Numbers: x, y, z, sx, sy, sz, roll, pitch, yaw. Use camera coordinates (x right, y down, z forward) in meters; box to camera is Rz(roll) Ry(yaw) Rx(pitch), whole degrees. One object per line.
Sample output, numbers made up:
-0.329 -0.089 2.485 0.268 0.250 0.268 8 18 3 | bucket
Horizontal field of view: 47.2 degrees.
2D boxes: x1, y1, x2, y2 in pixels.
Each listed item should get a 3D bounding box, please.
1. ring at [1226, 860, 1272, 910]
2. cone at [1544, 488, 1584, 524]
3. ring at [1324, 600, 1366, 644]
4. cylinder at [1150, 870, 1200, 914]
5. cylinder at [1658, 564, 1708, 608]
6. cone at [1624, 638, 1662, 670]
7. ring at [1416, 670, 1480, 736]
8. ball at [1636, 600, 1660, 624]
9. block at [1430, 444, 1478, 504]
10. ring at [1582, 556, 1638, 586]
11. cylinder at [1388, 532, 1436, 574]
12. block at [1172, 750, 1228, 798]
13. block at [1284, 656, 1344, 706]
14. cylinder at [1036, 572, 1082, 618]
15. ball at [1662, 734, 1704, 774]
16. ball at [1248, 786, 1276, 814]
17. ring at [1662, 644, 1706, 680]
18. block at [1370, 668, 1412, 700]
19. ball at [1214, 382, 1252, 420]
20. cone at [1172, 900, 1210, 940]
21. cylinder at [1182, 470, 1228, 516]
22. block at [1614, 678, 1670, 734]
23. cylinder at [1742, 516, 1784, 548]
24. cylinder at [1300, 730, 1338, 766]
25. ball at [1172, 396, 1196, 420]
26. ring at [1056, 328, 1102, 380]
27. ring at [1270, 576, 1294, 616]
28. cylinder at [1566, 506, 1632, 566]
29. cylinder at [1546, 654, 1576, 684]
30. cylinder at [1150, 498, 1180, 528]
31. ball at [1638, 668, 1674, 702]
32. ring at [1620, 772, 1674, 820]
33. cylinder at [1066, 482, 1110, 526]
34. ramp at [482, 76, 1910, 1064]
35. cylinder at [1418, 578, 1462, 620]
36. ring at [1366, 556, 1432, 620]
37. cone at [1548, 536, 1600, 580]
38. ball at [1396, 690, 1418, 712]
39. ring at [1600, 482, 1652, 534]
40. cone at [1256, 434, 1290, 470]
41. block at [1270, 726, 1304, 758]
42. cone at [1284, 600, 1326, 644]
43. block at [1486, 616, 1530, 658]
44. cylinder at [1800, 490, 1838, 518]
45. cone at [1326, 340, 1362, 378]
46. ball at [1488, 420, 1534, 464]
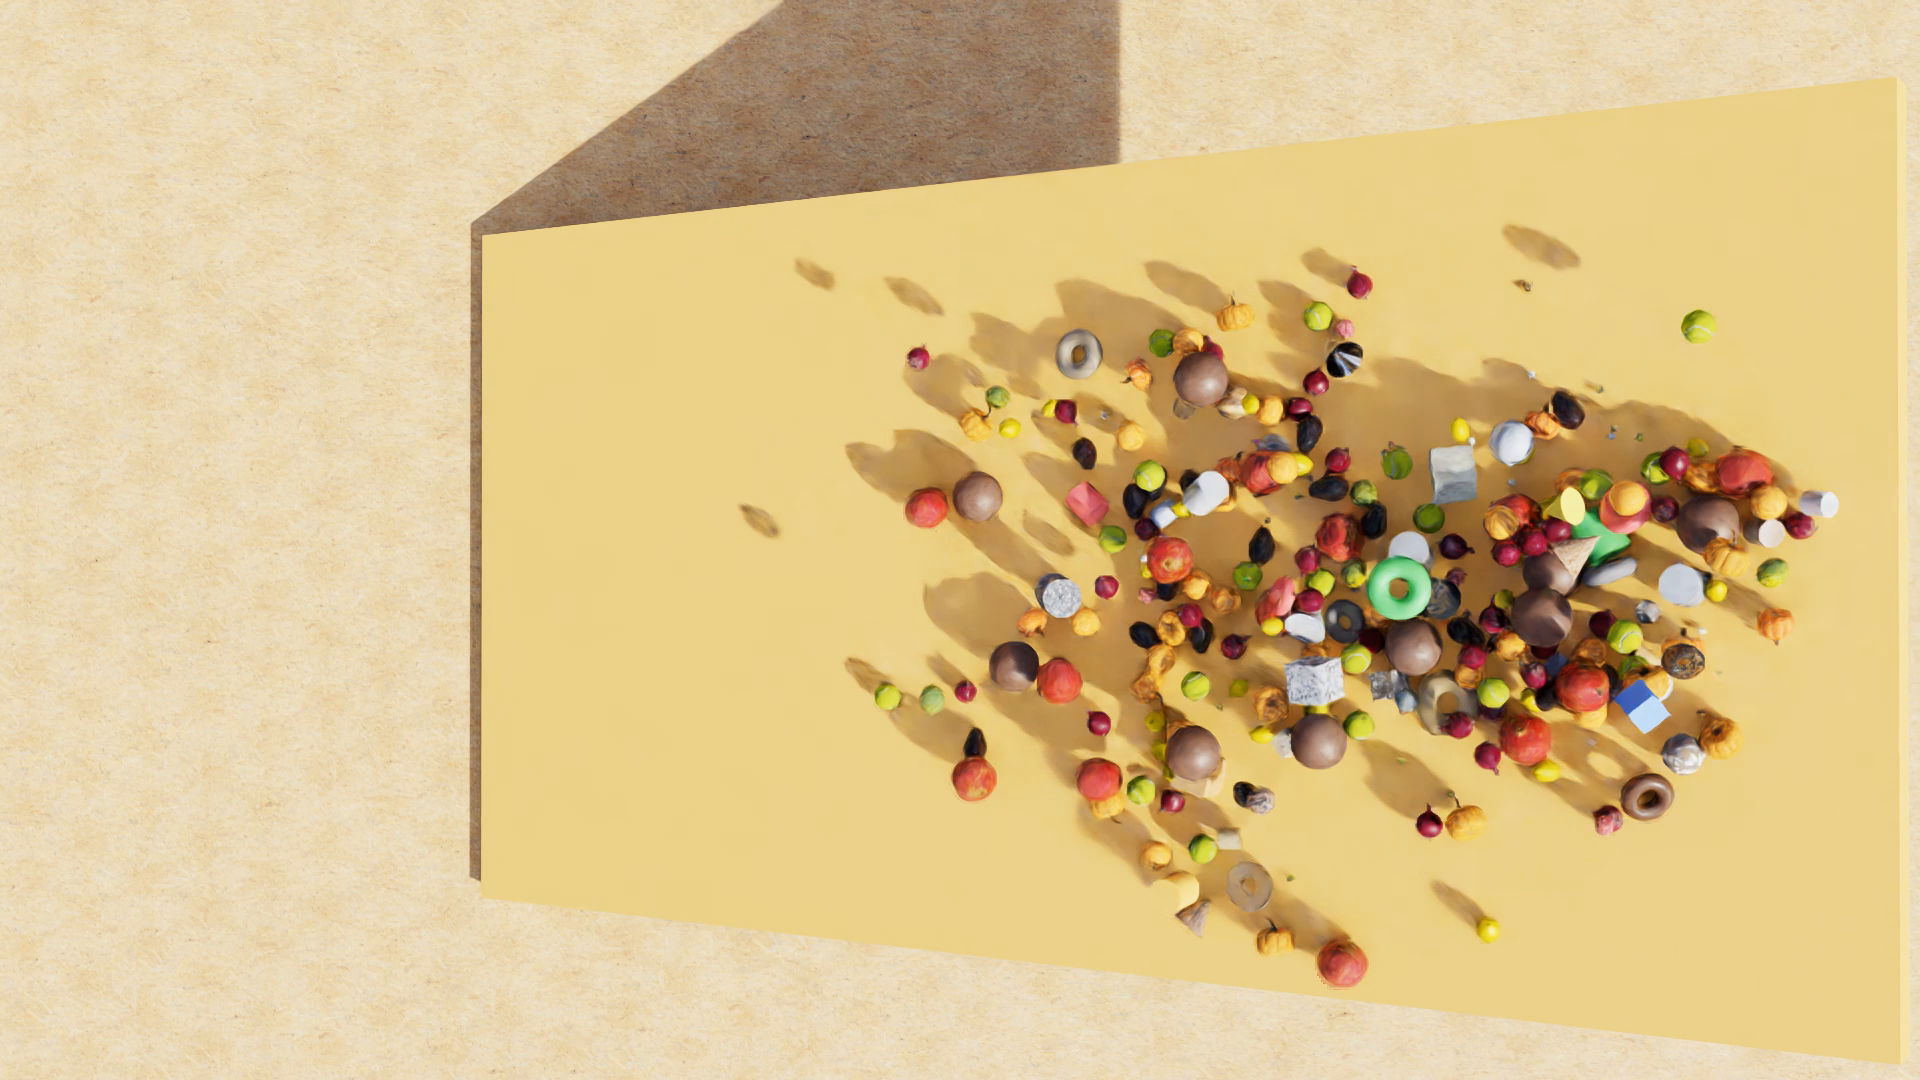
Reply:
0.687 0.820 5.215 0.119 0.040 0.119 -1 88 35 | ring
1.276 -0.065 4.696 0.080 0.080 0.080 8 76 -36 | cone
0.890 0.189 5.083 0.104 0.035 0.104 10 106 37 | ring
0.513 0.842 5.259 0.087 0.087 0.087 7 102 36 | cylinder
1.526 0.097 4.638 0.085 0.085 0.085 -4 83 30 | cylinder
1.475 0.259 4.702 0.078 0.078 0.078 25 90 -17 | cone
1.095 0.367 4.944 0.148 0.049 0.148 -2 86 31 | ring
1.446 0.151 4.626 0.050 0.050 0.050 0 90 0 | ball
1.088 -0.145 4.855 0.091 0.091 0.091 -6 62 8 | block
1.390 0.068 4.706 0.120 0.120 0.040 -19 87 0 | ring
1.010 0.035 4.912 0.087 0.087 0.087 -7 71 21 | cylinder
0.574 0.558 5.263 0.087 0.087 0.087 16 98 32 | block
0.807 0.320 5.004 0.090 0.090 0.090 -15 101 -45 | block
0.242 0.136 5.408 0.096 0.096 0.096 -1 98 -10 | cylinder
1.526 0.452 4.639 0.086 0.086 0.086 0 90 0 | ball
0.696 0.602 5.079 0.066 0.066 0.066 0 90 0 | ball
1.487 0.251 4.522 0.087 0.029 0.087 11 131 13 | ring
0.980 0.329 5.004 0.063 0.063 0.063 -3 83 -41 | block
0.649 -0.329 5.221 0.087 0.087 0.087 0 90 0 | ball
0.575 0.896 5.286 0.091 0.091 0.091 40 83 0 | cone
0.554 -0.105 4.964 0.077 0.077 0.077 13 58 -21 | cylinder
1.372 0.335 4.421 0.066 0.066 0.066 -40 115 12 | block
1.662 -0.017 4.549 0.059 0.059 0.059 -1 97 -11 | cylinder
0.834 0.482 5.098 0.072 0.072 0.072 -14 81 0 | cylinder
0.542 -0.319 5.310 0.056 0.056 0.056 0 90 0 | ball
0.295 -0.463 5.481 0.130 0.043 0.130 -1 89 32 | ring
0.737 0.128 5.032 0.031 0.093 0.093 12 90 -16 | ring
1.376 -0.010 4.735 0.098 0.098 0.098 -29 72 0 | cylinder
1.310 0.282 4.793 0.050 0.050 0.050 -54 133 0 | cylinder
0.497 -0.064 5.338 0.053 0.053 0.053 -38 90 27 | cylinder
1.477 0.308 4.675 0.074 0.074 0.074 0 90 0 | ball
1.462 0.546 4.678 0.115 0.038 0.115 -1 116 -3 | ring
0.316 -0.089 5.442 0.078 0.078 0.078 -43 66 0 | cylinder
0.255 0.070 5.588 4.000 0.100 2.000 0 89 33 | ramp
1.044 0.128 4.846 0.088 0.088 0.088 0 92 -14 | cylinder
0.953 0.105 4.774 0.140 0.047 0.140 0 91 19 | ring
1.286 0.017 4.556 0.095 0.095 0.095 -35 90 12 | cone
1.005 0.362 4.943 0.051 0.051 0.051 0 90 0 | ball
1.410 -0.069 4.658 0.039 0.118 0.118 24 89 -39 | ring
0.718 -0.208 5.173 0.089 0.089 0.089 0 89 33 | cone
0.770 0.474 5.155 0.052 0.052 0.052 -42 68 26 | block
0.810 0.170 5.067 0.097 0.097 0.097 30 52 0 | cone
1.210 0.216 4.854 0.061 0.061 0.061 32 116 23 | block
1.751 -0.074 4.484 0.053 0.053 0.053 -3 96 -29 | cylinder
0.870 -0.441 5.103 0.095 0.095 0.095 -12 127 -16 | cone
1.199 -0.212 4.785 0.096 0.096 0.096 0 90 0 | ball
